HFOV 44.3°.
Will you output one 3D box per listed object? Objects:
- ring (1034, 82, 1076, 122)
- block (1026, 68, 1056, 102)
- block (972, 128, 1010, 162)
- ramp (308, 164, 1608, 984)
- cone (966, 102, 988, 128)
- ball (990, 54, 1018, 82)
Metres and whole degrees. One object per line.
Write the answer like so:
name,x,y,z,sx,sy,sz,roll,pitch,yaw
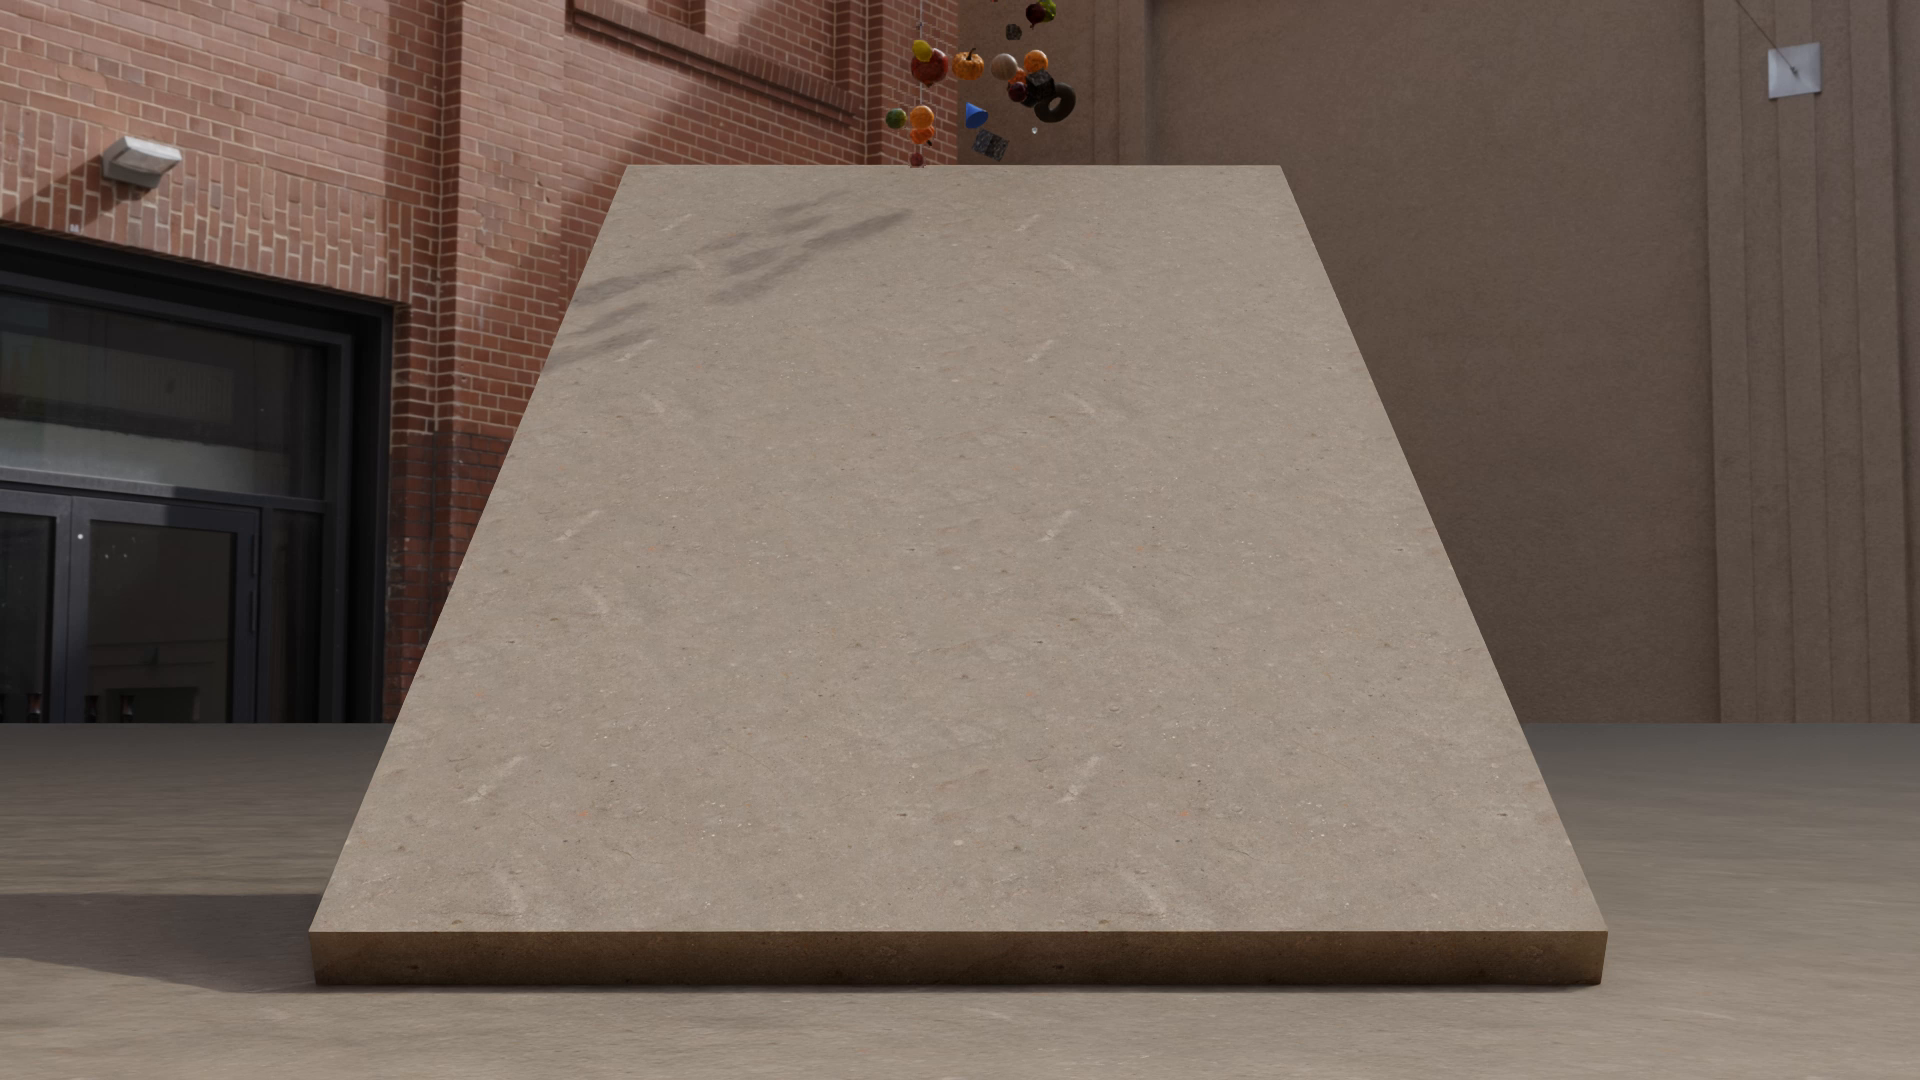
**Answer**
ring,0.287,-1.322,7.121,0.135,0.045,0.135,-17,-42,-16
block,0.235,-1.324,6.864,0.060,0.060,0.060,-28,-40,-12
block,0.090,-1.168,6.965,0.067,0.067,0.067,17,12,-42
ramp,-0.010,-0.229,5.444,2.000,0.100,4.000,0,26,0
cone,0.034,-1.296,7.114,0.077,0.077,0.077,-23,-25,-11
ball,0.126,-1.349,6.721,0.078,0.078,0.078,0,-4,0
